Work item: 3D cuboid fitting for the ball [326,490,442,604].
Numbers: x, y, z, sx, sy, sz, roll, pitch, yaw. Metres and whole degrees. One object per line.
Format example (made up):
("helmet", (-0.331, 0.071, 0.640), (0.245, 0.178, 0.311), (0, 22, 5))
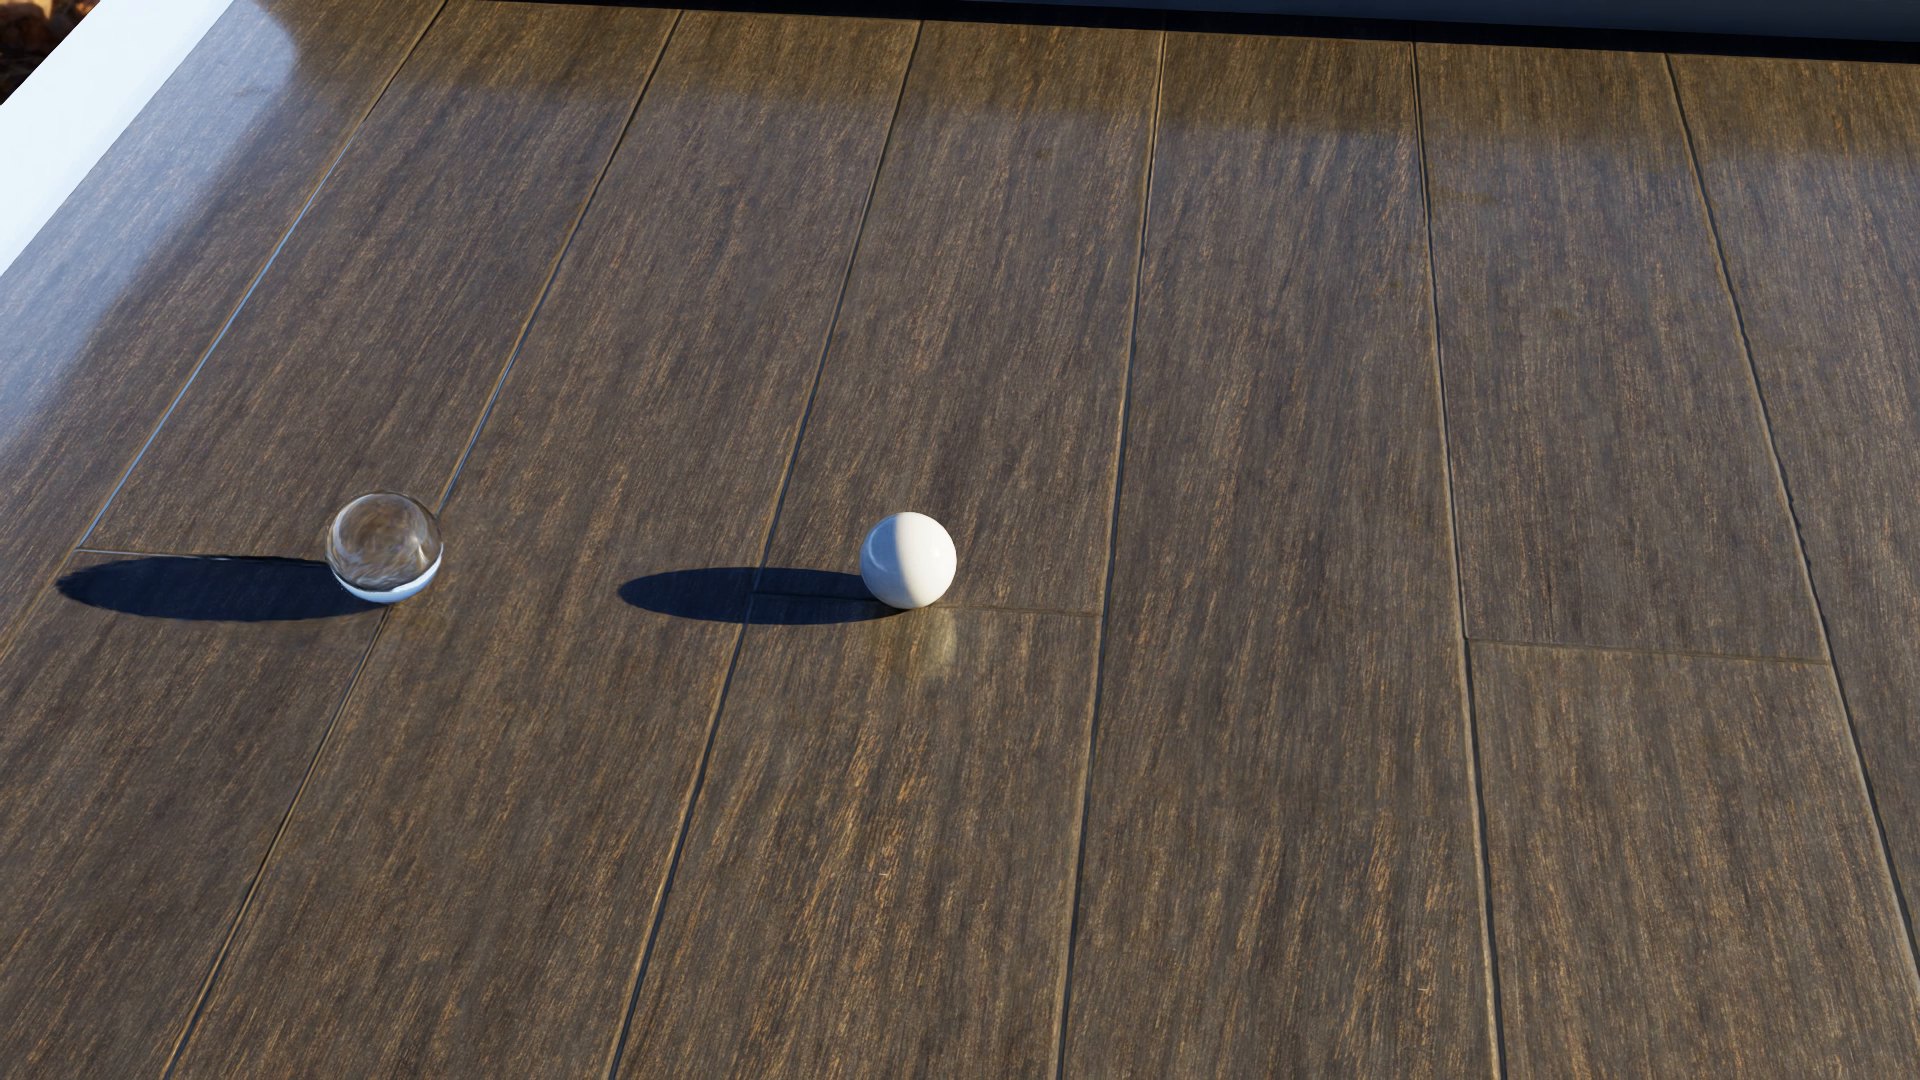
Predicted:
("ball", (-0.404, 0.005, 1.801), (0.080, 0.080, 0.080), (0, 35, 0))

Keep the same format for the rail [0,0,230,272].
("rail", (-0.839, -0.074, 1.872), (0.045, 0.126, 2.059), (4, 35, 5))

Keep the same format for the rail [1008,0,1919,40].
("rail", (0.971, -0.543, 2.539), (3.472, 0.126, 0.045), (4, 35, 5))

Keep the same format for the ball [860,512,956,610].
("ball", (-0.037, 0.015, 1.797), (0.068, 0.068, 0.068), (0, 35, 0))
